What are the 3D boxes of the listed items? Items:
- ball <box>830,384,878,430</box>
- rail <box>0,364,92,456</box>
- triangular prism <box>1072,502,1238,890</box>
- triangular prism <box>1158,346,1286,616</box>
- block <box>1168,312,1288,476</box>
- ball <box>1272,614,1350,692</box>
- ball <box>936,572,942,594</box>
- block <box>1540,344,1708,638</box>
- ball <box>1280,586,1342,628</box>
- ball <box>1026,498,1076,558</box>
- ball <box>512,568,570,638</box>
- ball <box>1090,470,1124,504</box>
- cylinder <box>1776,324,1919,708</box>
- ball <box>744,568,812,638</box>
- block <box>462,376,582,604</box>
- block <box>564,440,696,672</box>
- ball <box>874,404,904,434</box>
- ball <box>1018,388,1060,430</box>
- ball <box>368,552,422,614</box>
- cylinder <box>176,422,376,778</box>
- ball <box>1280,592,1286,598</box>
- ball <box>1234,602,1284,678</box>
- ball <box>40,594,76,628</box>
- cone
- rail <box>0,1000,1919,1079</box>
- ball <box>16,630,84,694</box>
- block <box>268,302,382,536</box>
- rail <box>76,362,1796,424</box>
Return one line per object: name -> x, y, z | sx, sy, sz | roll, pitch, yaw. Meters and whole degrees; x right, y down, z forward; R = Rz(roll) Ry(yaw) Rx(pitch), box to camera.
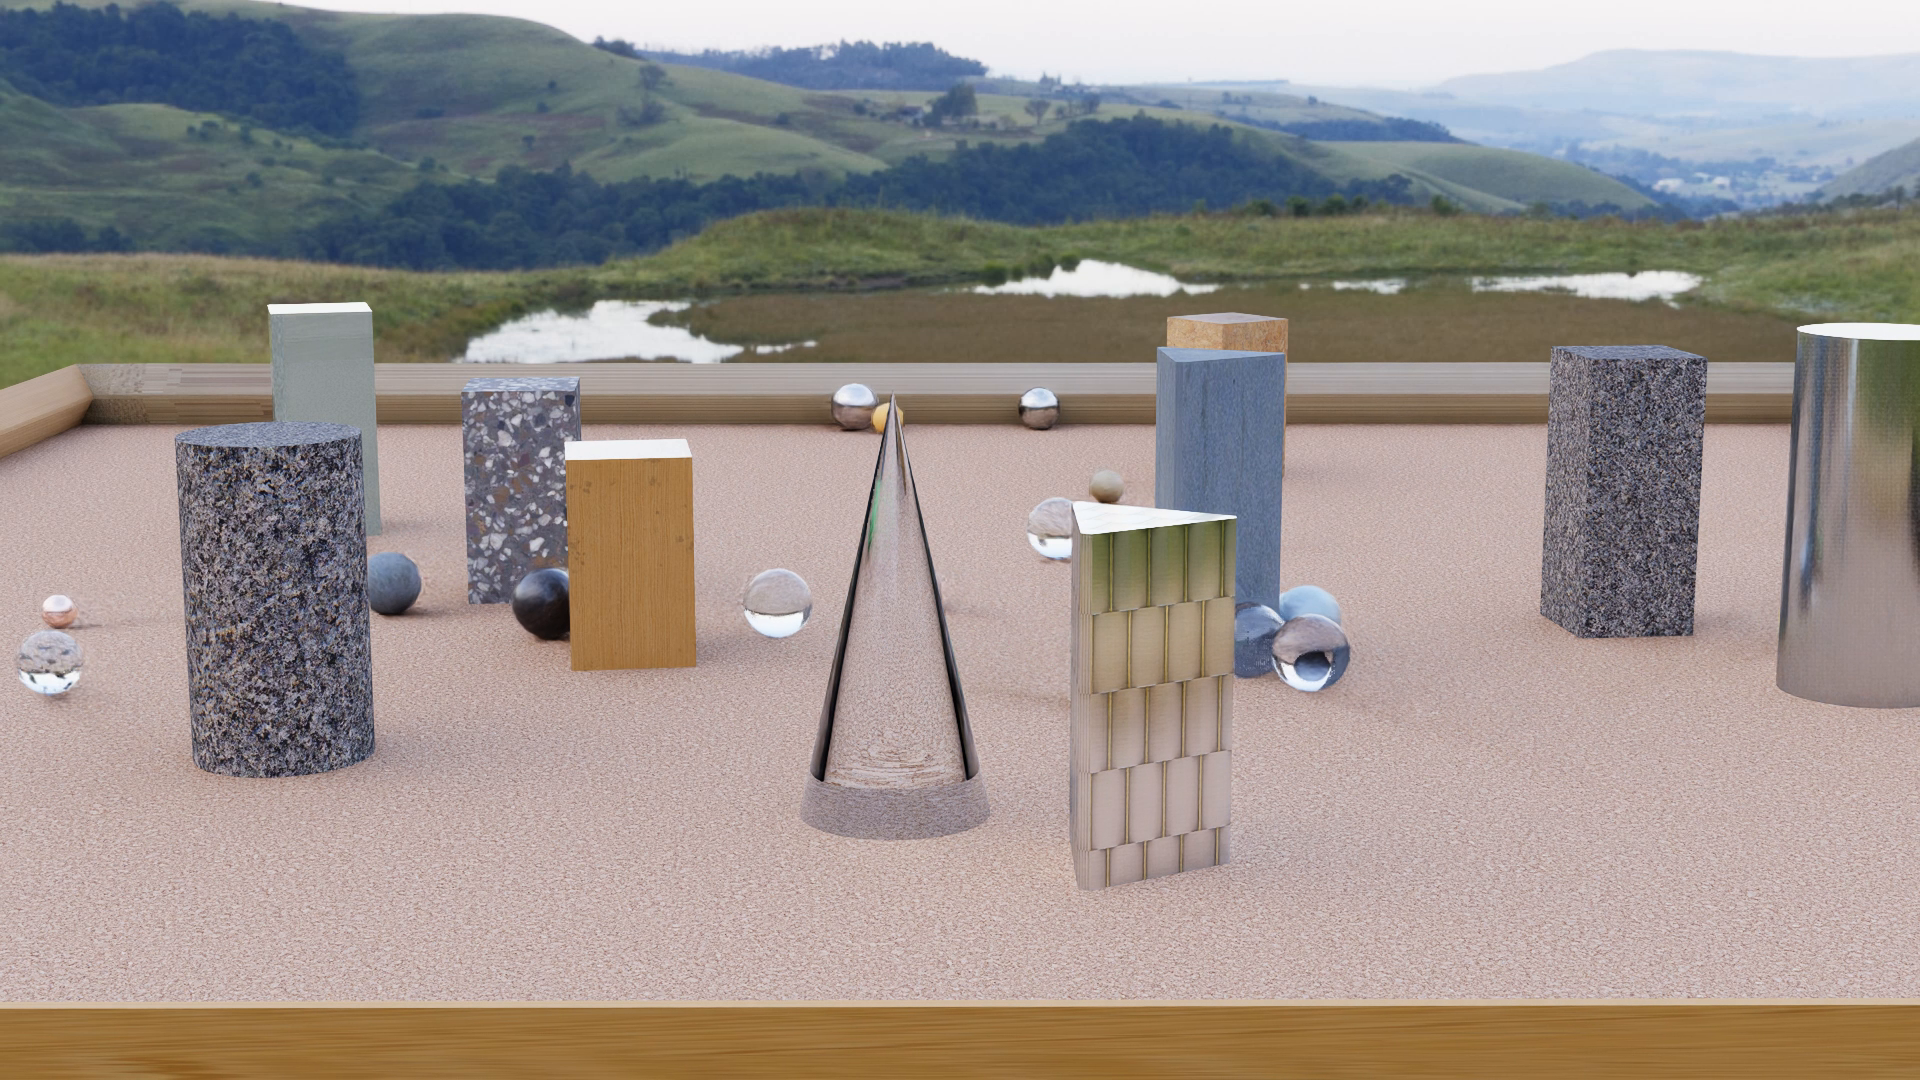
ball -> -0.211, -0.266, 5.126 | 0.094, 0.094, 0.094 | 0, 11, 0
rail -> -1.758, 0.033, 3.439 | 0.045, 0.122, 3.598 | 0, 11, 0
triangular prism -> 0.143, 0.134, 2.356 | 0.163, 0.323, 0.141 | -6, 12, -30
triangular prism -> 0.286, -0.041, 3.144 | 0.163, 0.379, 0.141 | -7, 13, -33
block -> 0.472, -0.254, 4.554 | 0.150, 0.280, 0.150 | -7, 13, -34
ball -> 0.410, 0.132, 3.002 | 0.091, 0.091, 0.091 | 0, 11, 0
ball -> -0.051, 0.063, 3.469 | 0.055, 0.055, 0.055 | 0, 11, 0
block -> 0.859, -0.065, 3.330 | 0.150, 0.358, 0.150 | -1, 11, -7
ball -> 0.432, 0.099, 3.191 | 0.086, 0.086, 0.086 | 0, 11, 0
ball -> 0.144, -0.017, 3.802 | 0.091, 0.091, 0.091 | 0, 11, 0
ball -> -0.528, 0.080, 3.282 | 0.090, 0.090, 0.090 | 0, 11, 0
ball -> 0.246, -0.088, 4.272 | 0.057, 0.057, 0.057 | 0, 11, 0
cylinder -> 1.058, -0.032, 2.979 | 0.188, 0.422, 0.188 | 0, 11, 0
ball -> -0.233, 0.081, 3.282 | 0.089, 0.089, 0.089 | 0, 11, 0
block -> -0.601, -0.071, 3.543 | 0.150, 0.291, 0.150 | -1, 11, -6
block -> -0.408, 0.016, 3.166 | 0.150, 0.259, 0.150 | -2, 11, -9
ball -> -0.141, -0.239, 5.069 | 0.062, 0.062, 0.062 | 0, 11, 0
ball -> 0.158, -0.263, 5.139 | 0.084, 0.084, 0.084 | 0, 11, 0
ball -> -0.761, 0.057, 3.424 | 0.083, 0.083, 0.083 | 0, 11, 0
cylinder -> -0.720, 0.059, 2.703 | 0.188, 0.344, 0.188 | 0, 11, 0
ball -> 0.423, 0.096, 3.267 | 0.063, 0.063, 0.063 | 0, 11, 0
ball -> 0.346, 0.119, 3.066 | 0.092, 0.092, 0.092 | 0, 11, 0
ball -> -1.172, 0.093, 3.335 | 0.044, 0.044, 0.044 | 0, 11, 0
cone -> -0.064, 0.062, 2.485 | 0.188, 0.418, 0.188 | 0, 11, 0
rail -> 0.010, 0.357, 1.704 | 3.563, 0.122, 0.045 | 0, 11, 0
ball -> -1.060, 0.143, 2.988 | 0.074, 0.074, 0.074 | 0, 11, 0
block -> -0.994, -0.188, 4.012 | 0.150, 0.349, 0.150 | -3, 11, -16
rail -> -0.010, -0.294, 5.195 | 3.563, 0.122, 0.045 | 0, 11, 0
